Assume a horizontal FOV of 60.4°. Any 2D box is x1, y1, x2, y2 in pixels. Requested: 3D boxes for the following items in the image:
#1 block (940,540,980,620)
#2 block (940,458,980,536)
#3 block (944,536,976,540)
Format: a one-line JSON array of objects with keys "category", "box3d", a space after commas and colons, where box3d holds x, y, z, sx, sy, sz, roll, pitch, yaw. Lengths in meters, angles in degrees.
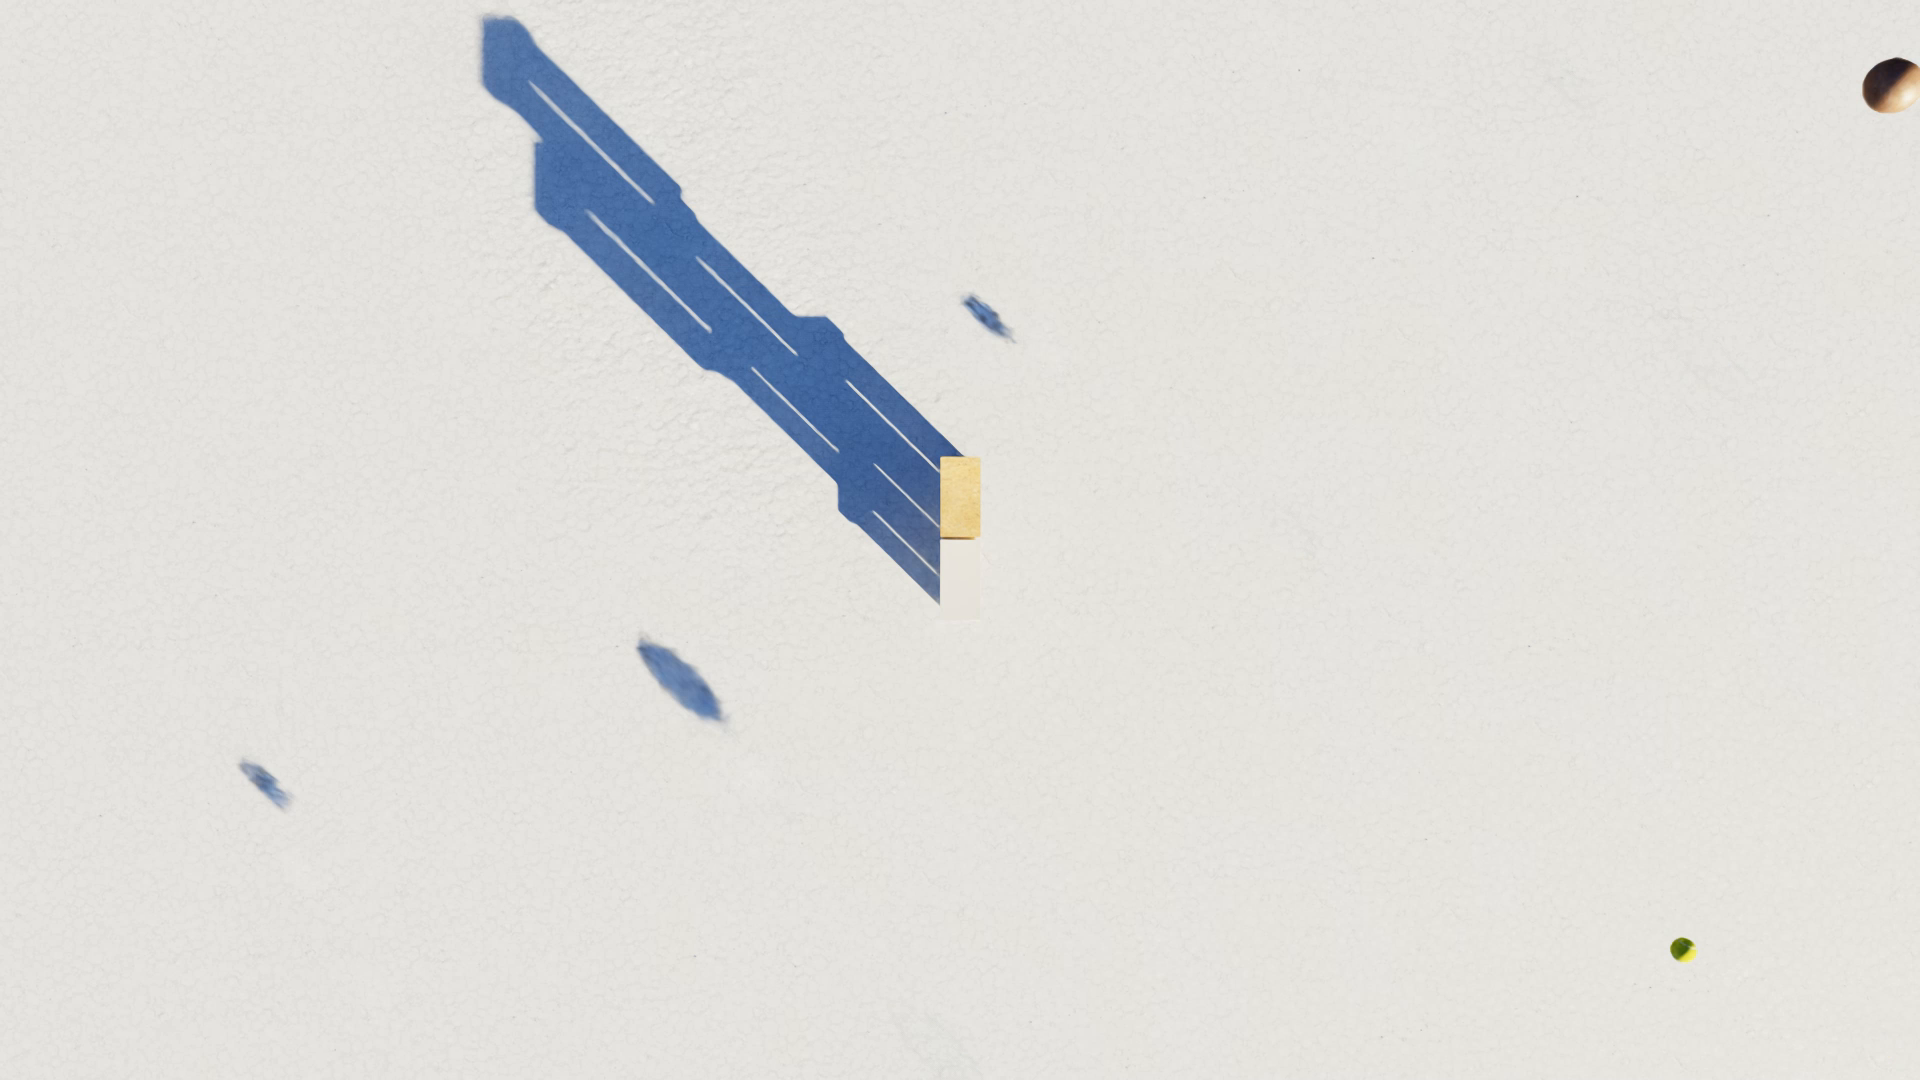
[{"category": "block", "box3d": [0.001, 0.118, 4.879, 0.118, 0.034, 0.237, 0, 90, 0]}, {"category": "block", "box3d": [0.002, -0.125, 4.796, 0.116, 0.033, 0.231, 0, 90, 0]}, {"category": "block", "box3d": [-0.002, -0.087, 5.058, 0.097, 0.028, 0.194, 0, 90, 0]}]
